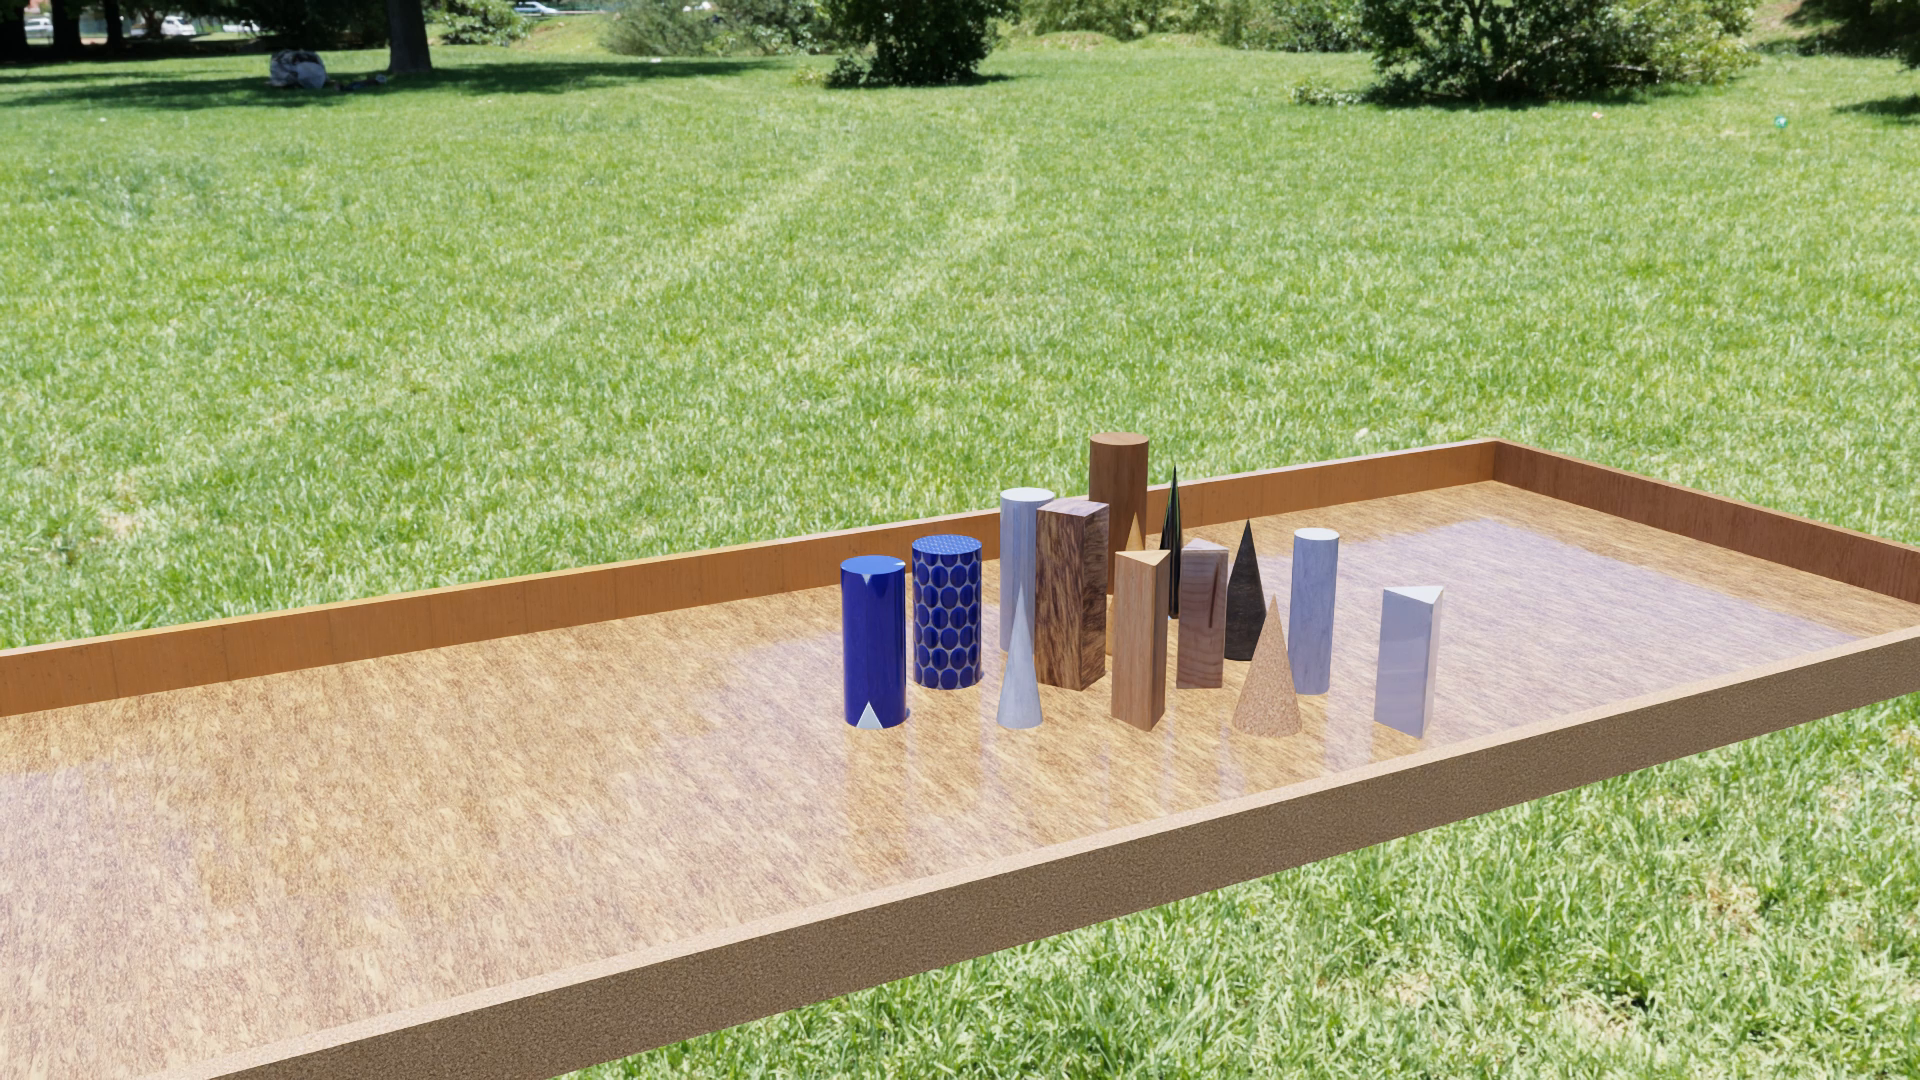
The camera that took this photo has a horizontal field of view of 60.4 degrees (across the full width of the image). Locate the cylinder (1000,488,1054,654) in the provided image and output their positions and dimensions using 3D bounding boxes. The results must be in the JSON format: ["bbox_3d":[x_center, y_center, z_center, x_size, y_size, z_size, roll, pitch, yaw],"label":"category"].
[{"bbox_3d":[0.175,0.082,4.336,0.140,0.418,0.140,0,16,0],"label":"cylinder"}]

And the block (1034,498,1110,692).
[{"bbox_3d":[0.277,0.134,4.100,0.132,0.450,0.132,10,19,30],"label":"block"}]

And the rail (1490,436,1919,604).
[{"bbox_3d":[2.466,-0.048,5.253,0.050,0.150,2.100,-9,18,-27],"label":"rail"}]

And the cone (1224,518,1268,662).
[{"bbox_3d":[0.745,0.114,4.312,0.173,0.368,0.173,0,16,0],"label":"cone"}]

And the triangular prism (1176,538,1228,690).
[{"bbox_3d":[0.592,0.182,4.096,0.115,0.361,0.100,-1,16,-4],"label":"triangular prism"}]

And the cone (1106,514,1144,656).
[{"bbox_3d":[0.455,0.106,4.324,0.171,0.378,0.171,0,16,0],"label":"cone"}]

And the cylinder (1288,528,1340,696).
[{"bbox_3d":[0.864,0.176,4.050,0.107,0.398,0.107,0,16,0],"label":"cylinder"}]

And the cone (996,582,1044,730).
[{"bbox_3d":[0.141,0.261,3.856,0.112,0.344,0.112,0,16,0],"label":"cone"}]

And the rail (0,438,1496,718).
[{"bbox_3d":[-3.305,0.497,3.399,12.000,0.150,0.050,-9,18,-27],"label":"rail"}]

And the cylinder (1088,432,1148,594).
[{"bbox_3d":[0.460,-0.078,4.826,0.170,0.449,0.170,0,16,0],"label":"cylinder"}]

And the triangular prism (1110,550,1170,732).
[{"bbox_3d":[0.443,0.228,3.859,0.111,0.406,0.128,-12,20,-36],"label":"triangular prism"}]

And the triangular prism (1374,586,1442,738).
[{"bbox_3d":[1.069,0.275,3.837,0.122,0.329,0.140,-11,20,-33],"label":"triangular prism"}]

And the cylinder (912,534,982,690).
[{"bbox_3d":[-0.032,0.179,4.123,0.173,0.351,0.173,0,16,0],"label":"cylinder"}]

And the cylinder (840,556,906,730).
[{"bbox_3d":[-0.201,0.239,3.867,0.149,0.380,0.149,0,16,0],"label":"cylinder"}]

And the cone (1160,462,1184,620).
[{"bbox_3d":[0.592,-0.008,4.596,0.121,0.443,0.121,0,16,0],"label":"cone"}]

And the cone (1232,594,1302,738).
[{"bbox_3d":[0.722,0.275,3.835,0.165,0.329,0.165,0,16,0],"label":"cone"}]

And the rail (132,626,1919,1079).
[{"bbox_3d":[-2.336,1.006,1.665,12.000,0.150,0.050,-9,18,-27],"label":"rail"}]
